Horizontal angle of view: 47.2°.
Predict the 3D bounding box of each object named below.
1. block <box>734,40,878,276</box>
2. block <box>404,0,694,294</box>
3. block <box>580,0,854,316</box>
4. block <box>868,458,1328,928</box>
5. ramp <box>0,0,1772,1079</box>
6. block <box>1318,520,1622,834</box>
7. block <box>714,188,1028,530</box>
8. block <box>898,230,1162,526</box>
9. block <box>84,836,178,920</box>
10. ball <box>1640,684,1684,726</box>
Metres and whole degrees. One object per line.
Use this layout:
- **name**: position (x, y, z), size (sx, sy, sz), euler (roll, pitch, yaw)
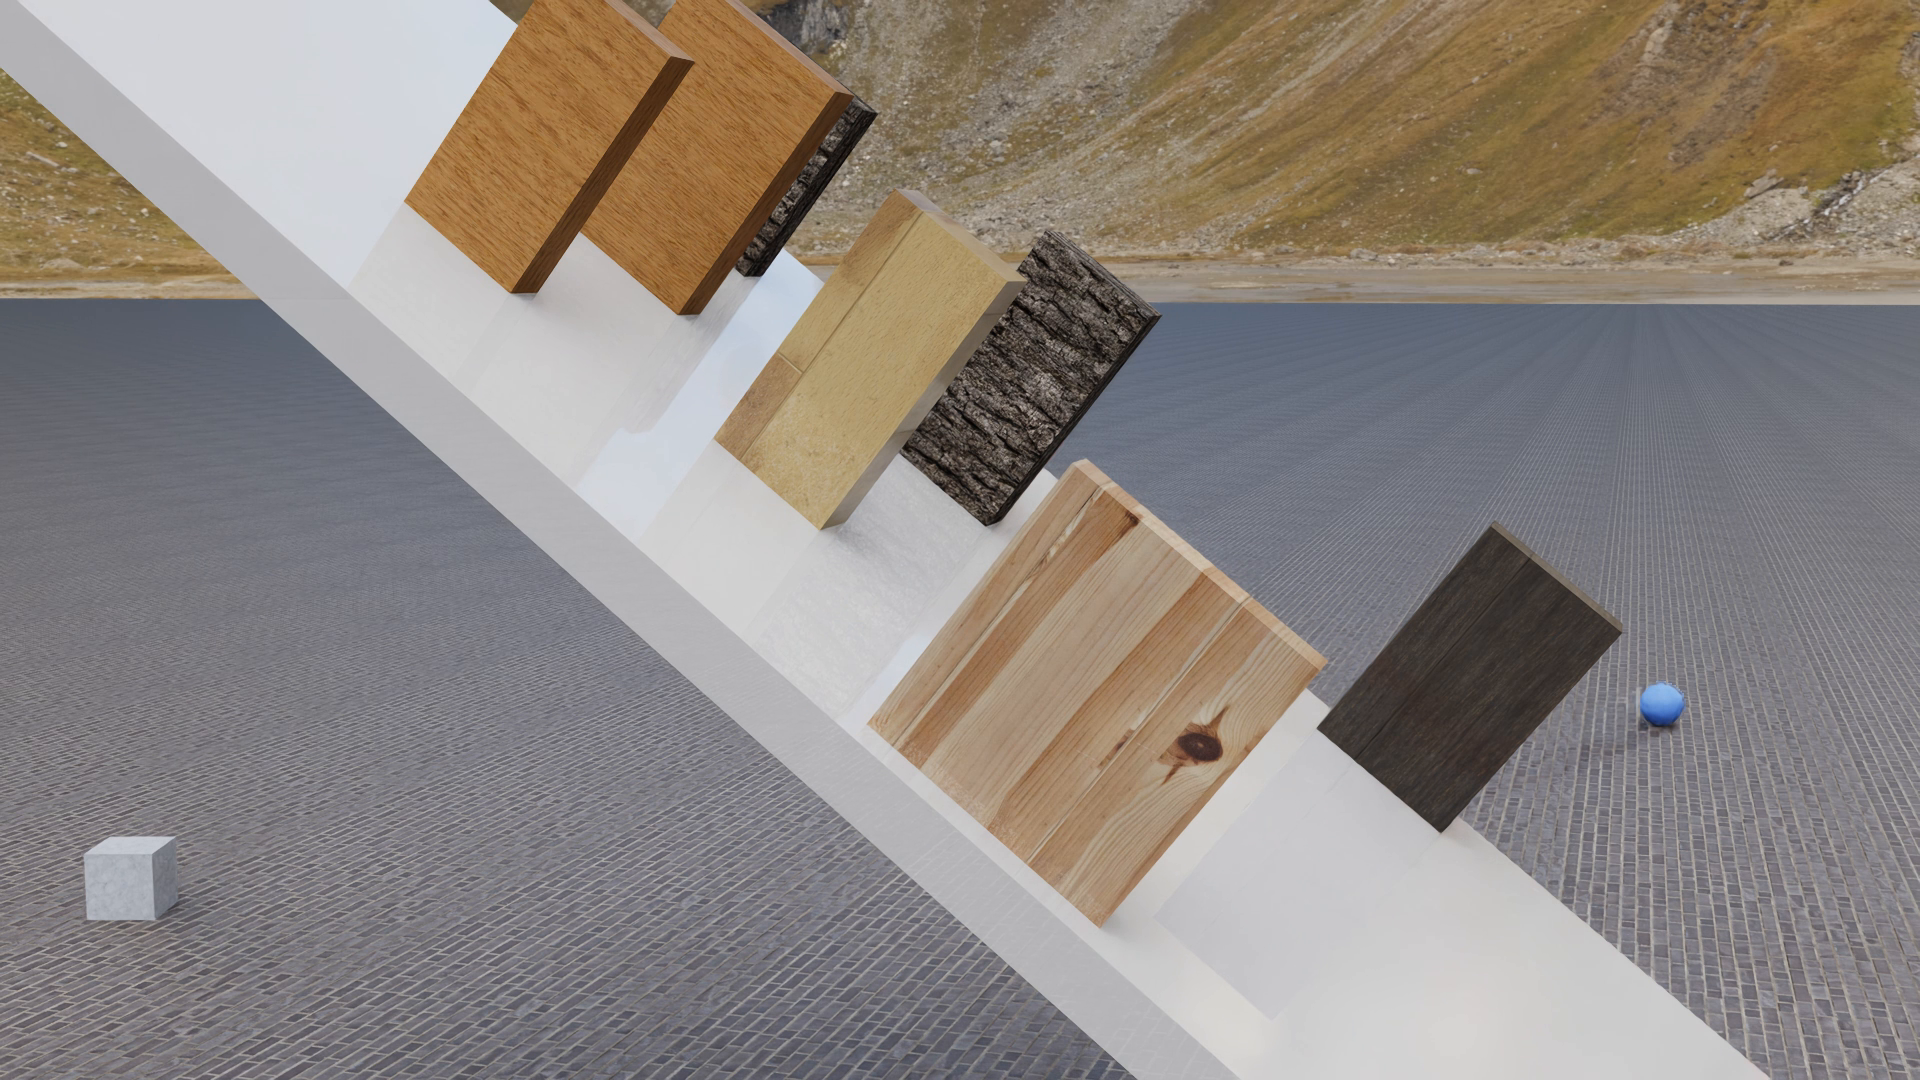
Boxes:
- **block**: position (-0.413, -0.817, 4.712), size (0.254, 0.438, 0.103), euler (40, 16, 9)
- **block**: position (-0.686, -0.679, 3.659), size (0.248, 0.483, 0.097), euler (40, 16, 9)
- **block**: position (-0.499, -0.743, 4.171), size (0.355, 0.521, 0.106), euler (40, 16, 9)
- **block**: position (0.185, 0.214, 3.068), size (0.436, 0.483, 0.081), euler (40, 16, 9)
- **ramp**: position (-0.025, 0.078, 4.052), size (4.000, 0.100, 2.000), euler (40, 16, 9)
- **block**: position (1.067, 0.287, 4.619), size (0.338, 0.564, 0.122), euler (40, 16, 9)
- **block**: position (-0.152, -0.301, 3.684), size (0.243, 0.527, 0.126), euler (40, 16, 9)
- **block**: position (0.124, -0.316, 4.323), size (0.262, 0.526, 0.114), euler (40, 16, 9)
- **block**: position (-2.411, 0.984, 6.402), size (0.194, 0.194, 0.194), euler (0, 7, 0)
- **ball**: position (2.884, 0.677, 9.042), size (0.173, 0.173, 0.173), euler (0, 7, 0)
